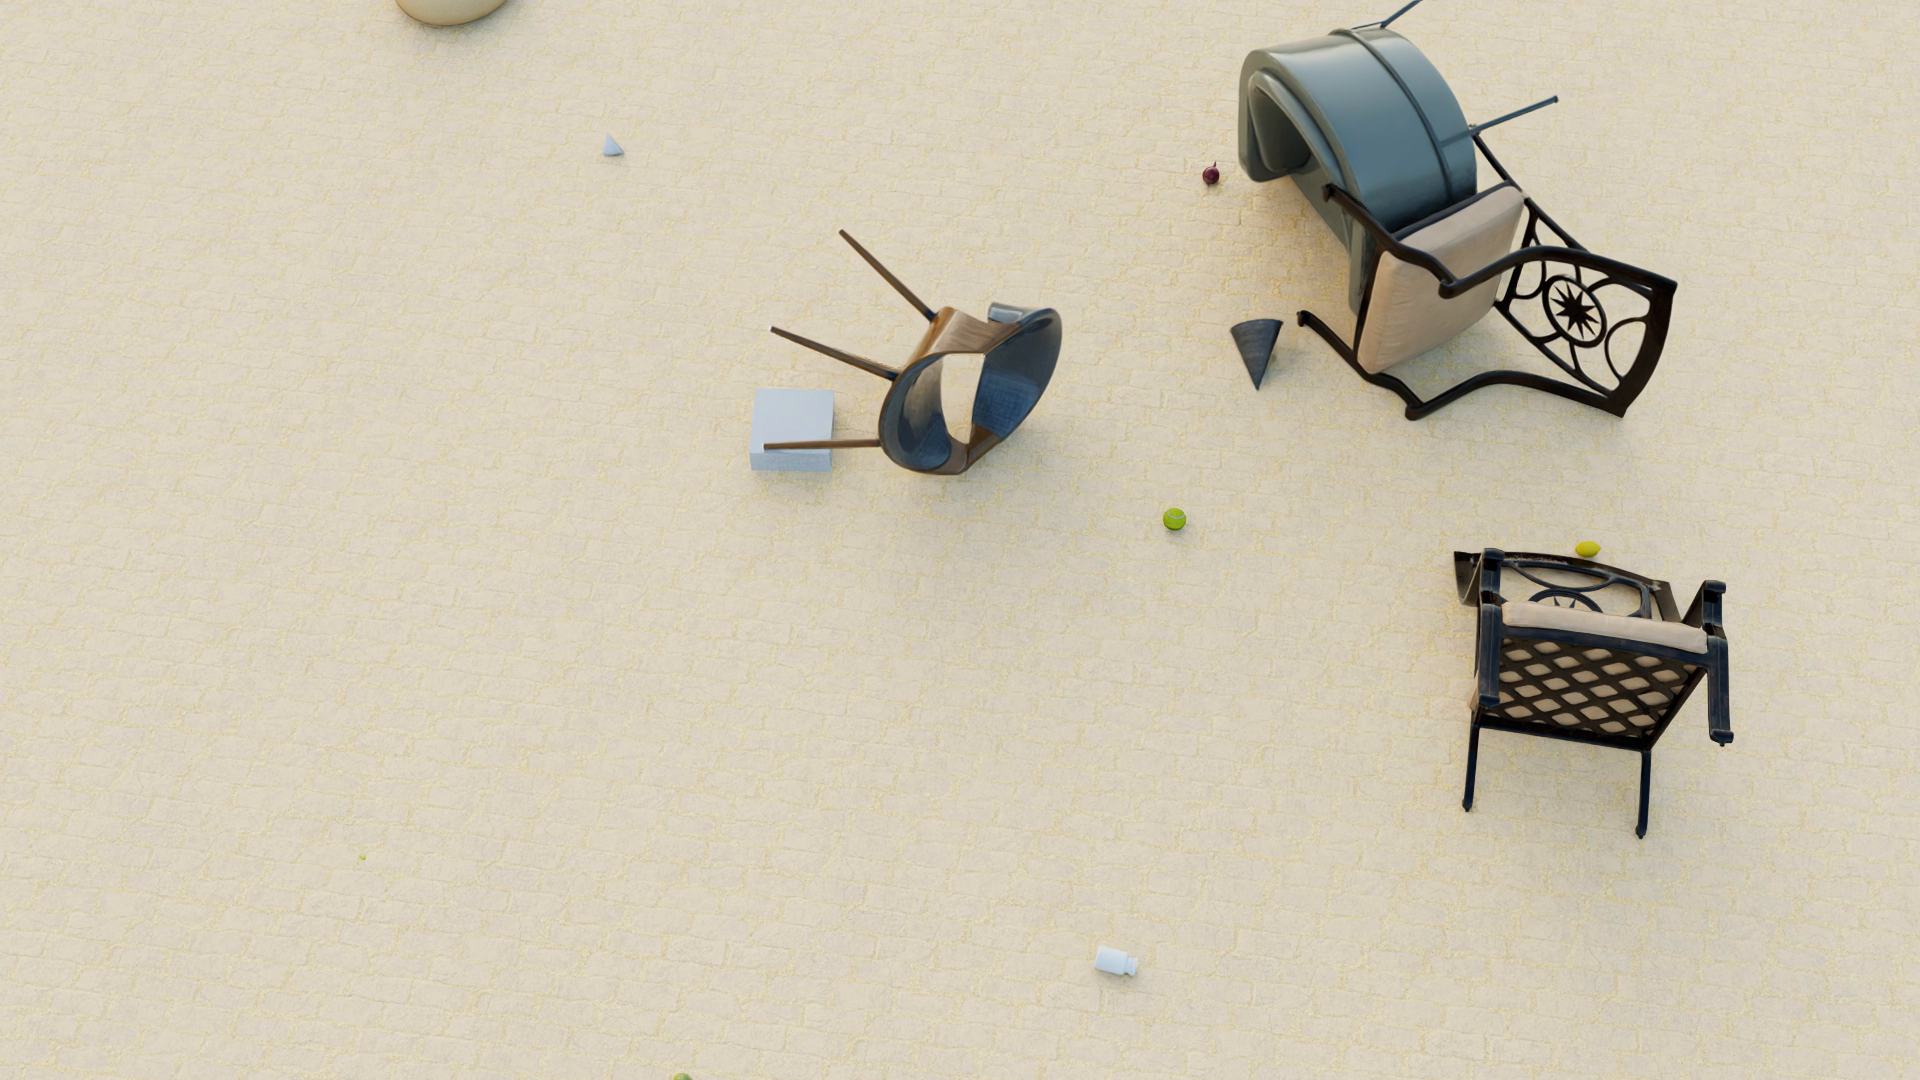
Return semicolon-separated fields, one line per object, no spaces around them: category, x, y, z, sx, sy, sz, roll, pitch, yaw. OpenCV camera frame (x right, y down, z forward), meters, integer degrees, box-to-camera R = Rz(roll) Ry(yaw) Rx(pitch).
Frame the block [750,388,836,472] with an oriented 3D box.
block;-0.512;-0.338;6.746;0.244;0.091;0.245;1;56;1

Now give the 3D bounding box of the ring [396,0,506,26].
ring;-1.795;-2.031;7.860;0.443;0.129;0.514;28;61;16

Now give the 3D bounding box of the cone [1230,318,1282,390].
cone;0.934;-0.569;6.915;0.178;0.116;0.218;-11;70;37

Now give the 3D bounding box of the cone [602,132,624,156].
cone;-1.190;-1.324;7.446;0.065;0.058;0.107;-41;65;3
